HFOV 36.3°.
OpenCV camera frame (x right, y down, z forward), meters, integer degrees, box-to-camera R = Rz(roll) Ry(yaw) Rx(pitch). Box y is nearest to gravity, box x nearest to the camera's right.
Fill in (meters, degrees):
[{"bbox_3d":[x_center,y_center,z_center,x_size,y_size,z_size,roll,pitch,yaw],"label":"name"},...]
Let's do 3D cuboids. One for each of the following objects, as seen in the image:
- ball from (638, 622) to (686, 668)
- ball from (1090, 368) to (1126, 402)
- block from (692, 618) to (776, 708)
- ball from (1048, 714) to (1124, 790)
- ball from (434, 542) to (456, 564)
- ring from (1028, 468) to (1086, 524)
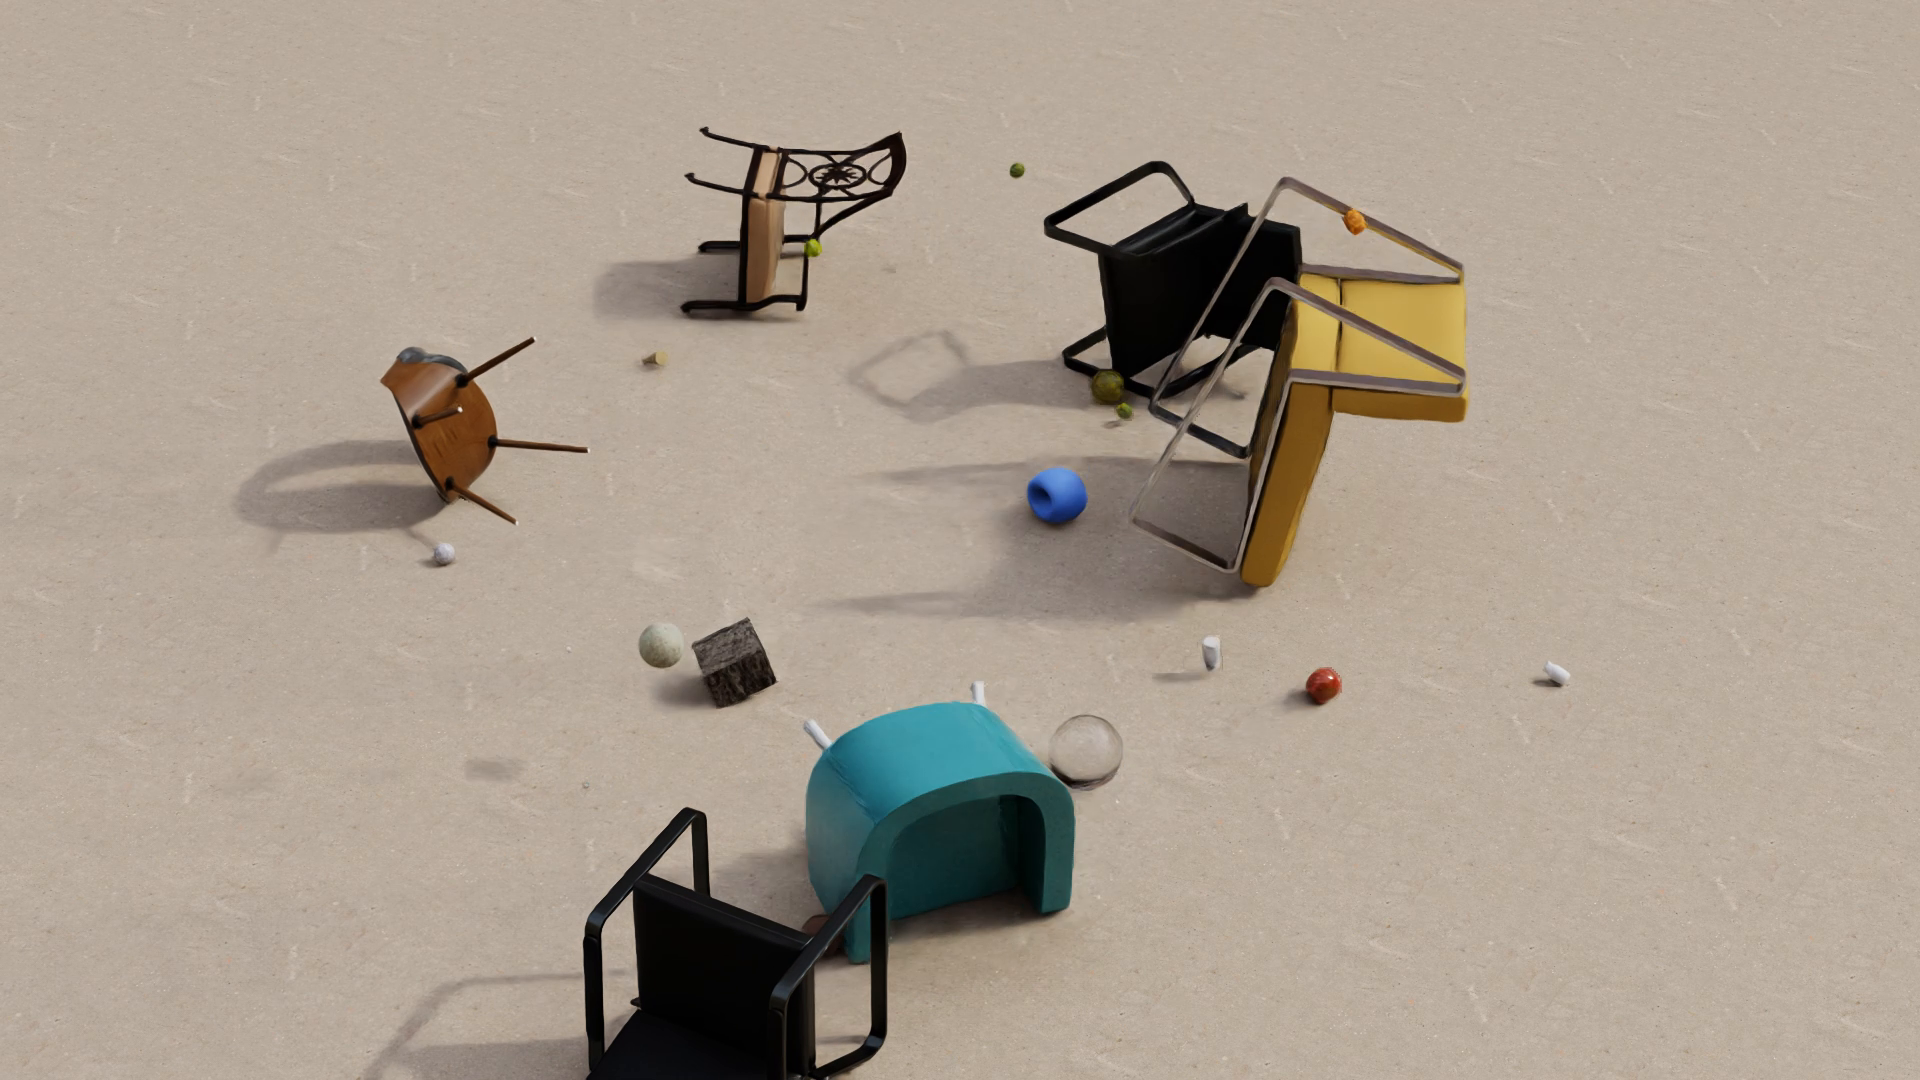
[{"bbox_3d":[-0.973,0.342,9.567,0.153,0.153,0.153,0,33,0],"label":"ball"},{"bbox_3d":[0.594,-0.618,11.759,0.137,0.137,0.137,0,33,0],"label":"ball"},{"bbox_3d":[-0.778,0.424,10.104,0.216,0.155,0.204,-25,37,-2],"label":"block"},{"bbox_3d":[0.415,0.699,9.656,0.250,0.250,0.250,0,33,0],"label":"ball"},{"bbox_3d":[-1.899,0.049,10.799,0.079,0.079,0.079,0,33,0],"label":"ball"},{"bbox_3d":[0.366,-0.167,11.020,0.161,0.198,0.221,-19,43,-34],"label":"ring"}]
